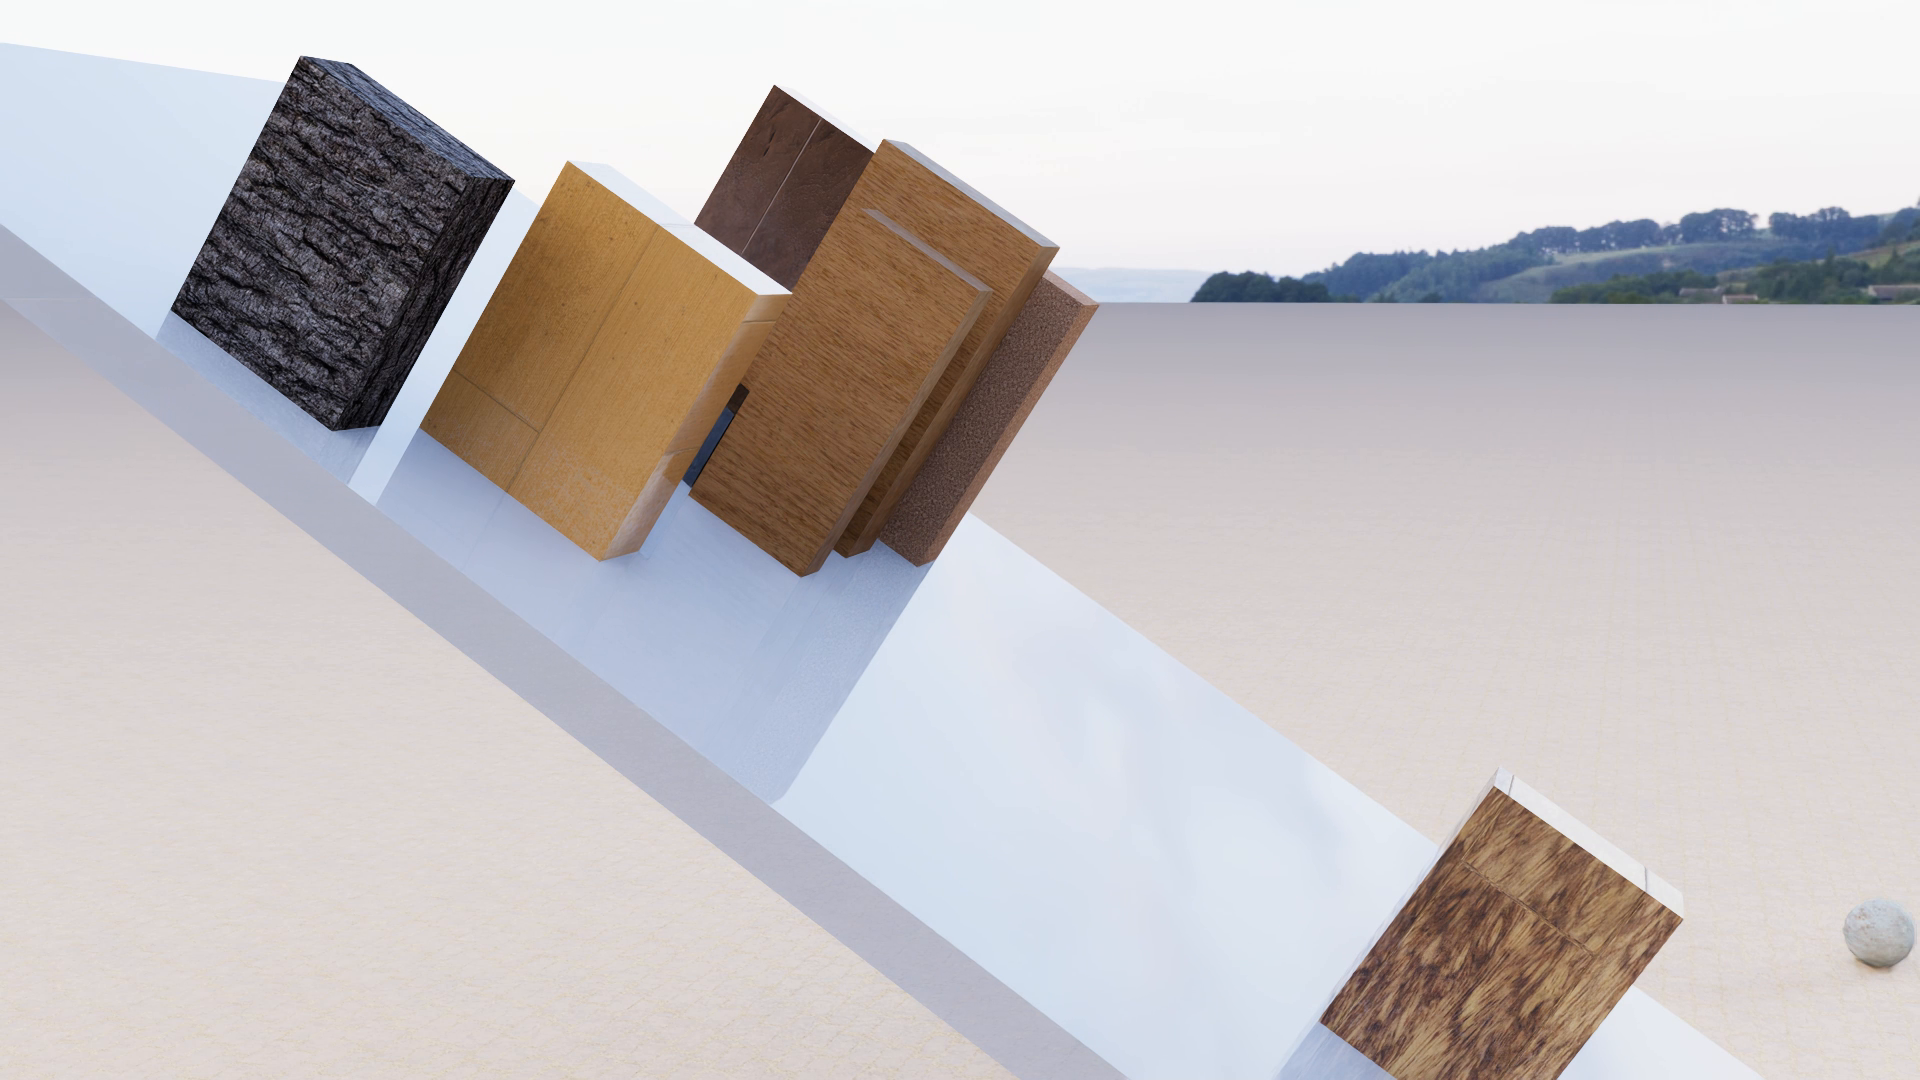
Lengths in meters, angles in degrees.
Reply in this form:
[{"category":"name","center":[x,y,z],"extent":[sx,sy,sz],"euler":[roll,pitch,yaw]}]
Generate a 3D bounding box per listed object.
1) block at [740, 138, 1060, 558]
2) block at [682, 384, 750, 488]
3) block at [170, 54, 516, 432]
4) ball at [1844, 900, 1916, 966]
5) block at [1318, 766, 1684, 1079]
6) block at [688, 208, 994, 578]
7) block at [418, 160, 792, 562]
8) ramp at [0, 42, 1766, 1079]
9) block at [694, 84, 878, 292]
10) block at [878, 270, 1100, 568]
[{"category":"block","center":[-0.163,-0.369,4.275],"extent":[0.372,0.716,0.140],"euler":[36,15,10]},{"category":"block","center":[-0.471,-0.206,4.206],"extent":[0.166,0.166,0.166],"euler":[41,17,29]},{"category":"block","center":[-0.965,-0.460,3.434],"extent":[0.340,0.461,0.140],"euler":[36,15,10]},{"category":"ball","center":[2.462,1.053,5.891],"extent":[0.179,0.179,0.179],"euler":[0,7,0]},{"category":"block","center":[0.867,0.671,3.537],"extent":[0.346,0.487,0.149],"euler":[36,15,10]},{"category":"block","center":[-0.221,-0.266,4.012],"extent":[0.266,0.624,0.093],"euler":[36,15,10]},{"category":"block","center":[-0.580,-0.292,3.584],"extent":[0.386,0.513,0.147],"euler":[36,15,10]},{"category":"ramp","center":[-0.127,0.213,4.099],"extent":[4.000,0.100,2.000],"euler":[36,15,10]},{"category":"block","center":[-0.428,-0.702,5.034],"extent":[0.312,0.585,0.118],"euler":[36,15,10]},{"category":"block","center":[-0.073,-0.332,4.496],"extent":[0.426,0.635,0.129],"euler":[36,15,10]}]
